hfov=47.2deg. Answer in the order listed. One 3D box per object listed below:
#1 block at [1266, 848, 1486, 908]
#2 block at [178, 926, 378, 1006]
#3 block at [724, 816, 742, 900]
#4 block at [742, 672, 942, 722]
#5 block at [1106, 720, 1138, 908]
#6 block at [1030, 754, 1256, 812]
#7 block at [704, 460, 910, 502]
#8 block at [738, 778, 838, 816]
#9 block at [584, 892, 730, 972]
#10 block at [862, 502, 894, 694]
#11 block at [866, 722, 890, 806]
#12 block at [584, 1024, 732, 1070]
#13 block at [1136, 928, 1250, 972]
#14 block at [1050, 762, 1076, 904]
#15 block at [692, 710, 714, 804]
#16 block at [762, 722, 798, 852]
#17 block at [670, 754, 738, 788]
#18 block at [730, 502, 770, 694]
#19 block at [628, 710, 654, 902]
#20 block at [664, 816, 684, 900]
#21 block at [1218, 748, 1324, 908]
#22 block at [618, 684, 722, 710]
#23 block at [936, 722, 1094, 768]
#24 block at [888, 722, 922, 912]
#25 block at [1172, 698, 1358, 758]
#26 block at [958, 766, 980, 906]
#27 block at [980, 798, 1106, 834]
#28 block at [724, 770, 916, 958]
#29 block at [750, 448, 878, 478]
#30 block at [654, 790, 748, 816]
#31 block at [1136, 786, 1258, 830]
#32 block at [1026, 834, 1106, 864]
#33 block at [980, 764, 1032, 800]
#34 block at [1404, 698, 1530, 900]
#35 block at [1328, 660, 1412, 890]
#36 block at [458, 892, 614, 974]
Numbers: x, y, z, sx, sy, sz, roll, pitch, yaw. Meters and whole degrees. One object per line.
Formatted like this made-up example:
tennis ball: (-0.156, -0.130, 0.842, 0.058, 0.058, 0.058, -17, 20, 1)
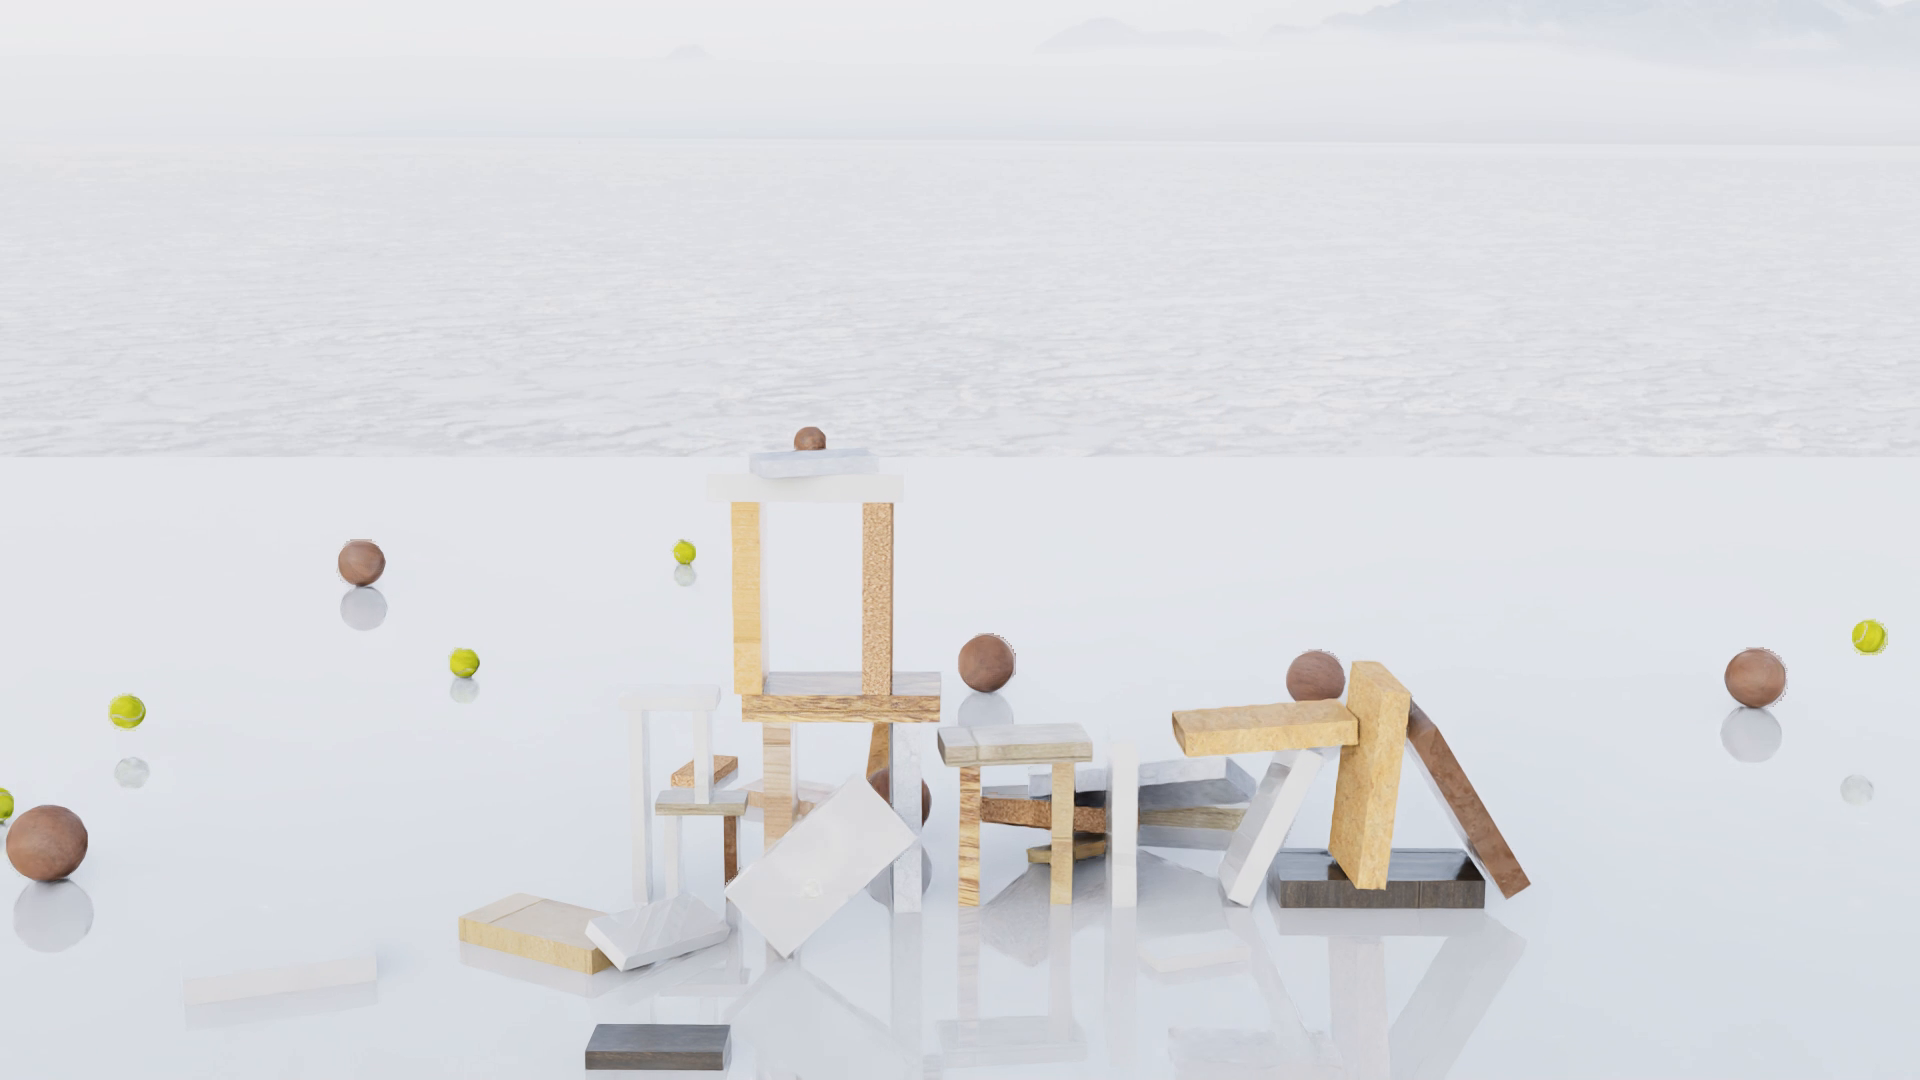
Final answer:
block: (0.692, 0.564, 3.677, 0.334, 0.047, 0.167, 0, 11, 0)
block: (-1.026, 0.638, 3.305, 0.274, 0.039, 0.137, -4, 11, -21)
block: (-0.378, 0.517, 3.658, 0.021, 0.147, 0.073, 0, 11, 0)
block: (-0.191, 0.256, 3.603, 0.318, 0.045, 0.159, 0, 11, 0)
block: (0.267, 0.451, 3.648, 0.040, 0.280, 0.140, -1, 11, -1)
block: (0.325, 0.444, 3.928, 0.376, 0.041, 0.144, -9, -27, 27)
block: (-0.242, -0.096, 3.536, 0.313, 0.044, 0.157, 0, 11, 2)
block: (-0.301, 0.485, 4.150, 0.213, 0.030, 0.107, 6, 12, 30)
block: (-0.464, 0.602, 3.391, 0.094, 0.027, 0.215, 37, 27, 31)
block: (-0.133, 0.080, 3.571, 0.044, 0.313, 0.157, 1, 11, 0)
block: (-0.132, 0.387, 4.102, 0.030, 0.222, 0.107, 16, -19, -24)
block: (-0.413, 0.697, 3.023, 0.187, 0.027, 0.094, 0, 11, 1)
block: (0.360, 0.632, 3.384, 0.156, 0.022, 0.078, -4, 11, -21)
block: (0.172, 0.470, 3.654, 0.034, 0.241, 0.121, 1, 11, 4)
block: (-0.423, 0.347, 3.625, 0.022, 0.158, 0.079, 0, 11, 0)
block: (-0.296, 0.434, 3.640, 0.045, 0.318, 0.159, 0, 11, 0)
block: (-0.503, 0.455, 4.334, 0.078, 0.022, 0.156, 3, 11, 16)
block: (-0.340, 0.079, 3.574, 0.044, 0.313, 0.157, 0, 11, 0)
block: (-0.528, 0.430, 3.640, 0.022, 0.326, 0.079, 0, 11, 0)
block: (-0.476, 0.517, 3.658, 0.021, 0.147, 0.073, 0, 11, 0)
block: (0.513, 0.456, 3.648, 0.040, 0.280, 0.140, 24, 10, -4)
block: (-0.475, 0.258, 3.608, 0.158, 0.022, 0.079, 0, 11, 0)
block: (0.089, 0.336, 3.618, 0.241, 0.034, 0.121, -1, 11, -7)
block: (-0.091, 0.436, 3.630, 0.045, 0.318, 0.159, -1, 11, -4)
block: (0.499, 0.308, 3.613, 0.280, 0.040, 0.140, -4, 10, -3)
block: (0.015, 0.472, 3.645, 0.034, 0.241, 0.121, 0, 11, 0)
block: (0.164, 0.483, 3.834, 0.144, 0.041, 0.289, -3, -12, 41)
block: (-0.214, 0.498, 3.387, 0.274, 0.137, 0.039, -42, 6, -5)
block: (-0.232, -0.122, 3.485, 0.187, 0.027, 0.094, -4, 11, -18)
block: (-0.427, 0.435, 3.643, 0.147, 0.021, 0.073, 0, 11, 0)
block: (0.458, 0.493, 4.079, 0.289, 0.041, 0.144, 2, 11, 11)
block: (0.202, 0.539, 3.836, 0.156, 0.022, 0.078, -6, 0, -35)
block: (0.080, 0.461, 4.279, 0.107, 0.030, 0.213, -1, 11, -8)
block: (0.810, 0.416, 3.601, 0.047, 0.334, 0.167, -33, 17, 3)
block: (0.667, 0.382, 3.593, 0.047, 0.334, 0.167, 3, 14, -8)
block: (-0.635, 0.613, 3.439, 0.274, 0.039, 0.137, 6, 12, 31)
